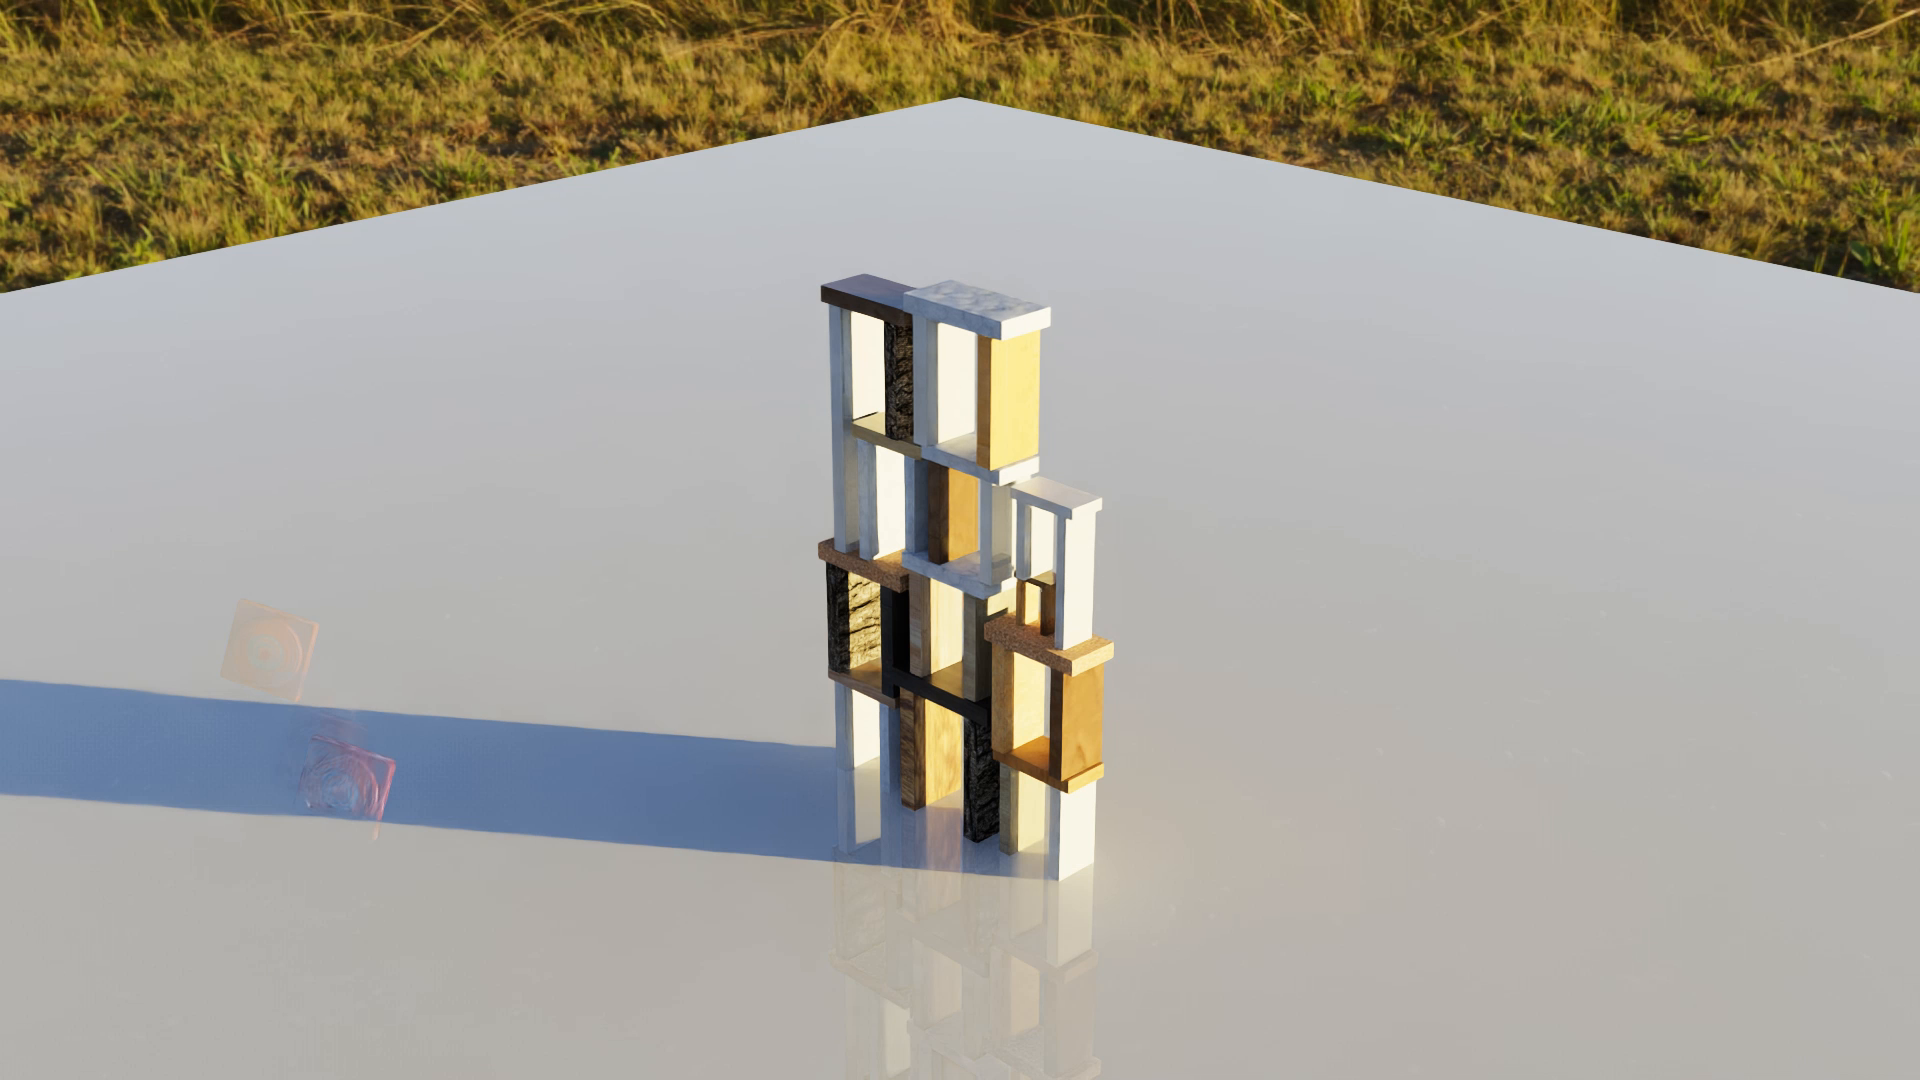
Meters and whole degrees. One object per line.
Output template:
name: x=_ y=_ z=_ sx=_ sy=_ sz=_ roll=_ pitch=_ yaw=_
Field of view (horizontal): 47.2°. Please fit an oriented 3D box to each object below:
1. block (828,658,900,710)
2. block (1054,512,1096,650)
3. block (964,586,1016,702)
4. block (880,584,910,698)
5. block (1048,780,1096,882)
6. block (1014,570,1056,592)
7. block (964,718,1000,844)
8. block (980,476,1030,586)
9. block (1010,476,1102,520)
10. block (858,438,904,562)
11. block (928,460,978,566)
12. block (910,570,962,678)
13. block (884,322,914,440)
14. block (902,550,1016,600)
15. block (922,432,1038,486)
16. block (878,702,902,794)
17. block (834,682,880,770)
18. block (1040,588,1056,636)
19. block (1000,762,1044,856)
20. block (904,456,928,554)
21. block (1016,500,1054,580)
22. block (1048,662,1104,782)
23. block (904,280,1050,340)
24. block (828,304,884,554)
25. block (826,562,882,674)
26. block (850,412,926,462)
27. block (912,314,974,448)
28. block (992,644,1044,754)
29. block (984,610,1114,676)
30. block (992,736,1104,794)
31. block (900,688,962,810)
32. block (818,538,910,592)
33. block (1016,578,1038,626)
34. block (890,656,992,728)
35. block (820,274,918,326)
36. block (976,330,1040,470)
block: x=-0.167 y=0.287 z=4.531 sx=0.202 sy=0.029 sz=0.101 roll=21 pitch=31 yaw=41
block: x=0.210 y=0.069 z=4.023 sx=0.022 sy=0.263 sz=0.077 roll=22 pitch=31 yaw=40
block: x=0.058 y=0.190 z=4.242 sx=0.032 sy=0.224 sz=0.112 roll=21 pitch=31 yaw=41
block: x=-0.103 y=0.187 z=4.422 sx=0.121 sy=0.241 sz=0.034 roll=-21 pitch=31 yaw=-41
block: x=0.215 y=0.546 z=4.220 sx=0.028 sy=0.198 sz=0.099 roll=21 pitch=31 yaw=41
block: x=0.150 y=0.070 z=4.098 sx=0.094 sy=0.013 sz=0.047 roll=21 pitch=30 yaw=40
block: x=0.068 y=0.453 z=4.350 sx=0.038 sy=0.268 sz=0.134 roll=21 pitch=31 yaw=41
block: x=0.085 y=-0.027 z=4.121 sx=0.103 sy=0.207 sz=0.029 roll=-21 pitch=31 yaw=-41
block: x=0.174 y=-0.076 z=4.001 sx=0.077 sy=0.022 sz=0.155 roll=-21 pitch=31 yaw=-40
block: x=-0.155 y=-0.091 z=4.357 sx=0.028 sy=0.254 sz=0.099 roll=21 pitch=31 yaw=41
block: x=-0.013 y=-0.065 z=4.210 sx=0.103 sy=0.207 sz=0.029 roll=-21 pitch=31 yaw=-41
block: x=-0.048 y=0.149 z=4.339 sx=0.032 sy=0.224 sz=0.112 roll=21 pitch=31 yaw=41
block: x=-0.091 y=-0.316 z=4.194 sx=0.116 sy=0.231 sz=0.033 roll=-21 pitch=31 yaw=-41
block: x=0.005 y=0.052 z=4.240 sx=0.224 sy=0.032 sz=0.112 roll=21 pitch=31 yaw=41
block: x=0.037 y=-0.155 z=4.120 sx=0.104 sy=0.029 sz=0.207 roll=-21 pitch=31 yaw=-41
block: x=-0.119 y=0.412 z=4.532 sx=0.029 sy=0.202 sz=0.101 roll=21 pitch=31 yaw=41
block: x=-0.214 y=0.375 z=4.620 sx=0.029 sy=0.202 sz=0.101 roll=21 pitch=31 yaw=41
block: x=0.171 y=0.128 z=4.099 sx=0.047 sy=0.095 sz=0.013 roll=-21 pitch=31 yaw=-41
block: x=0.122 y=0.510 z=4.306 sx=0.028 sy=0.198 sz=0.099 roll=21 pitch=31 yaw=41
block: x=-0.062 y=-0.081 z=4.261 sx=0.028 sy=0.197 sz=0.099 roll=21 pitch=31 yaw=41
block: x=0.138 y=-0.010 z=4.070 sx=0.022 sy=0.155 sz=0.077 roll=21 pitch=31 yaw=40
block: x=0.218 y=0.328 z=4.120 sx=0.032 sy=0.226 sz=0.113 roll=21 pitch=31 yaw=41
block: x=0.029 y=-0.421 z=4.019 sx=0.252 sy=0.036 sz=0.126 roll=21 pitch=31 yaw=41
block: x=-0.200 y=-0.229 z=4.349 sx=0.116 sy=0.513 sz=0.033 roll=-21 pitch=31 yaw=-41
block: x=-0.217 y=0.143 z=4.526 sx=0.034 sy=0.241 sz=0.121 roll=21 pitch=31 yaw=41
block: x=-0.109 y=-0.203 z=4.260 sx=0.099 sy=0.028 sz=0.197 roll=-21 pitch=31 yaw=-41
block: x=-0.030 y=-0.312 z=4.130 sx=0.126 sy=0.252 sz=0.036 roll=-21 pitch=31 yaw=-41
block: x=0.112 y=0.286 z=4.218 sx=0.113 sy=0.226 sz=0.032 roll=-21 pitch=31 yaw=-41
block: x=0.165 y=0.188 z=4.119 sx=0.113 sy=0.032 sz=0.226 roll=-21 pitch=31 yaw=-41
block: x=0.169 y=0.424 z=4.219 sx=0.099 sy=0.028 sz=0.198 roll=-21 pitch=31 yaw=-41
block: x=-0.059 y=0.403 z=4.467 sx=0.038 sy=0.268 sz=0.134 roll=21 pitch=31 yaw=41
block: x=-0.160 y=0.038 z=4.420 sx=0.121 sy=0.034 sz=0.241 roll=-21 pitch=31 yaw=-41
block: x=0.127 y=0.111 z=4.139 sx=0.047 sy=0.095 sz=0.013 roll=-21 pitch=31 yaw=-41
block: x=0.004 y=0.287 z=4.349 sx=0.268 sy=0.038 sz=0.134 roll=21 pitch=31 yaw=41
block: x=-0.145 y=-0.459 z=4.192 sx=0.116 sy=0.033 sz=0.231 roll=-21 pitch=31 yaw=-41
block: x=0.088 y=-0.266 z=4.020 sx=0.126 sy=0.252 sz=0.036 roll=-21 pitch=31 yaw=-41
